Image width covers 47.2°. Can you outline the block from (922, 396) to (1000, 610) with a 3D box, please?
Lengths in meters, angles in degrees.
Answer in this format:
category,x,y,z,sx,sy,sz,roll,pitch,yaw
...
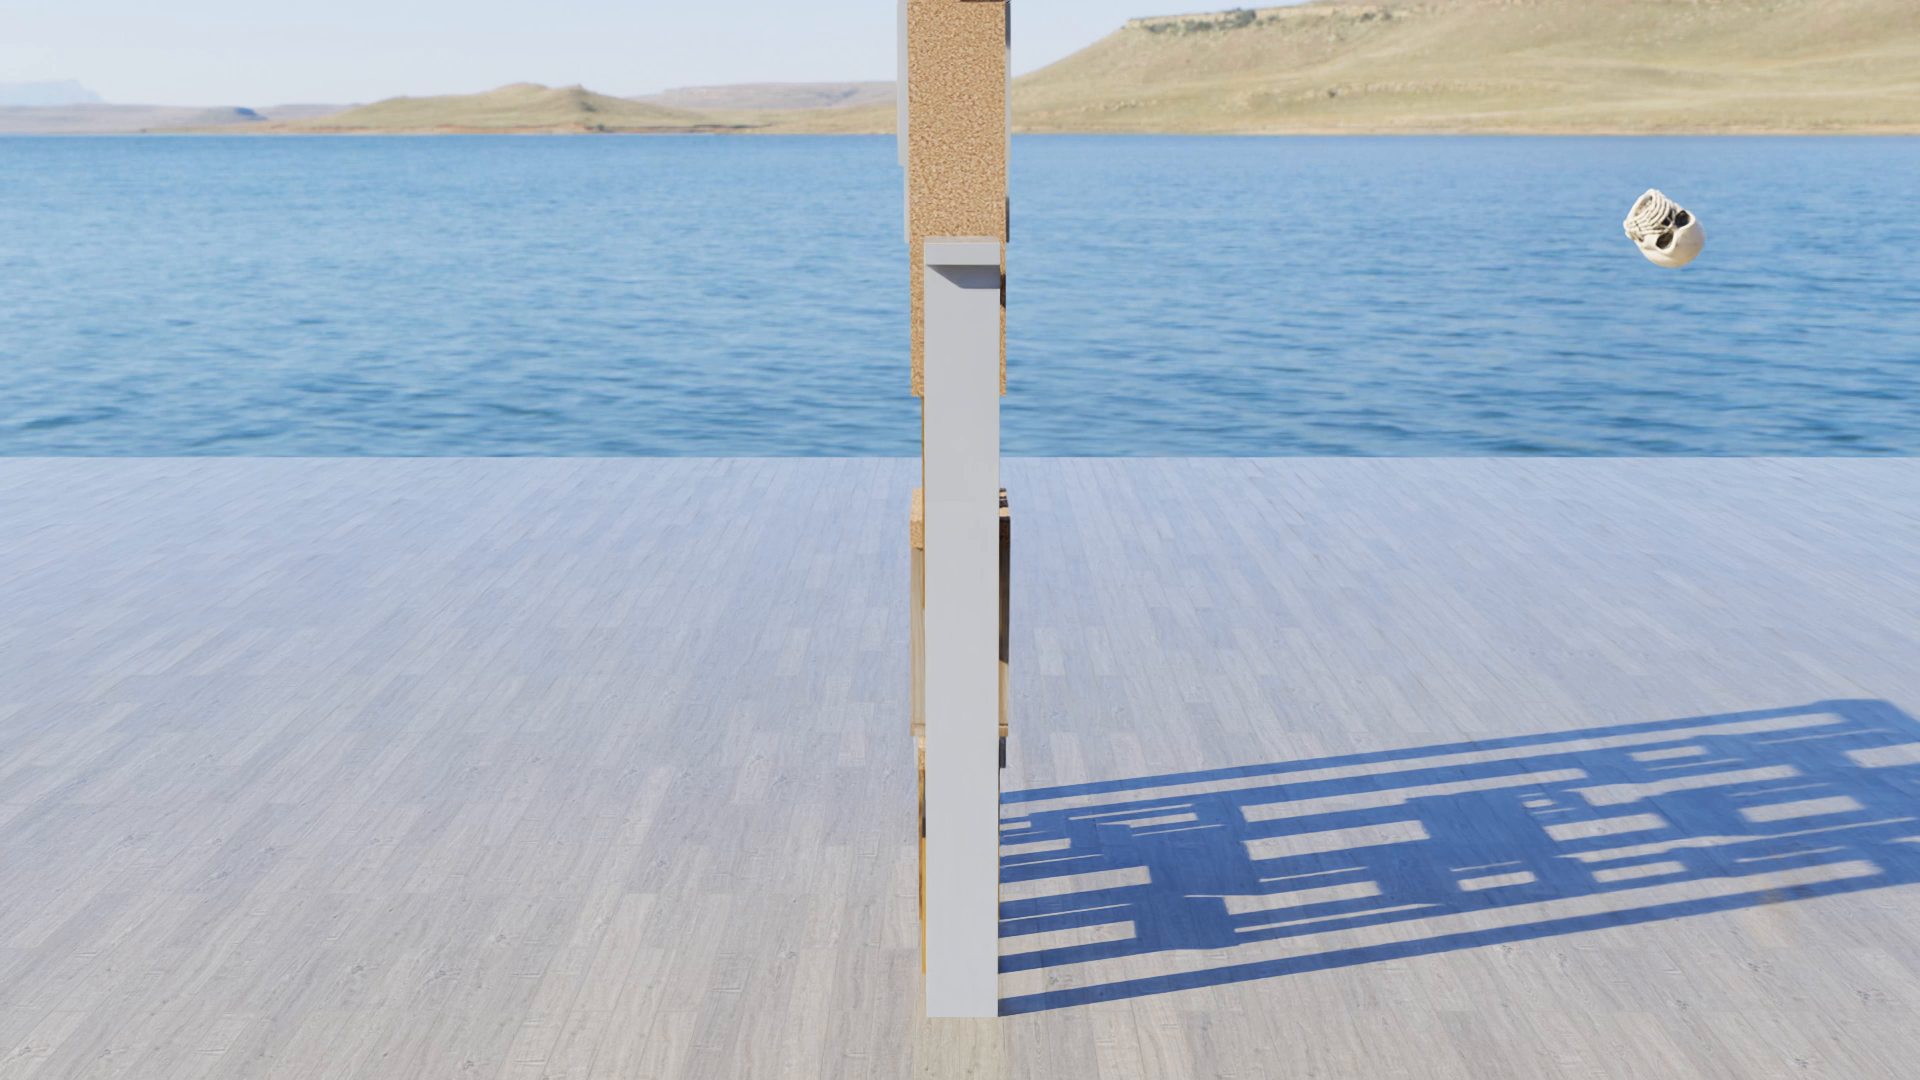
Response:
category,x,y,z,sx,sy,sz,roll,pitch,yaw
block,0.001,-0.078,3.389,0.119,0.369,0.034,0,10,0

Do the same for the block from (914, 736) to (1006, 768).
category,x,y,z,sx,sy,sz,roll,pitch,yaw
block,0.000,0.175,3.734,0.157,0.428,0.044,0,11,0

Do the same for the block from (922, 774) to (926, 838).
category,x,y,z,sx,sy,sz,roll,pitch,yaw
block,-0.001,0.405,3.362,0.111,0.031,0.222,0,11,0

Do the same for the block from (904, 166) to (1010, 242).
category,x,y,z,sx,sy,sz,roll,pitch,yaw
block,-0.006,-0.742,3.673,0.176,0.484,0.050,0,10,0

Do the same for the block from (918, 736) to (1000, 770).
category,x,y,z,sx,sy,sz,roll,pitch,yaw
block,-0.001,0.321,3.597,0.130,0.037,0.259,0,11,0

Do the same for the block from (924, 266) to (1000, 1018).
category,x,y,z,sx,sy,sz,roll,pitch,yaw
block,0.003,0.154,3.073,0.102,1.075,0.029,0,11,0

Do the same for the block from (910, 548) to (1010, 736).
category,x,y,z,sx,sy,sz,roll,pitch,yaw
block,0.000,0.157,3.519,0.157,0.314,0.044,0,11,0

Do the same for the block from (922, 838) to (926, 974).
category,x,y,z,sx,sy,sz,roll,pitch,yaw
block,-0.001,0.543,3.313,0.111,0.222,0.031,0,11,0

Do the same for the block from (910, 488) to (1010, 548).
category,x,y,z,sx,sy,sz,roll,pitch,yaw
block,0.000,-0.038,3.588,0.157,0.044,0.314,0,11,0

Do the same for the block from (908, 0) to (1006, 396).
category,x,y,z,sx,sy,sz,roll,pitch,yaw
block,-0.004,-0.511,3.175,0.139,0.605,0.039,0,10,0

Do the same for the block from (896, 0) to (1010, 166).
category,x,y,z,sx,sy,sz,roll,pitch,yaw
block,-0.009,-0.763,3.430,0.176,0.353,0.050,0,10,1

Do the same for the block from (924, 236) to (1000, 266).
category,x,y,z,sx,sy,sz,roll,pitch,yaw
block,0.001,-0.401,3.038,0.102,0.029,0.204,0,11,-1

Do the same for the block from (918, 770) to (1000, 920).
category,x,y,z,sx,sy,sz,roll,pitch,yaw
block,-0.001,0.482,3.539,0.130,0.259,0.037,0,10,0
